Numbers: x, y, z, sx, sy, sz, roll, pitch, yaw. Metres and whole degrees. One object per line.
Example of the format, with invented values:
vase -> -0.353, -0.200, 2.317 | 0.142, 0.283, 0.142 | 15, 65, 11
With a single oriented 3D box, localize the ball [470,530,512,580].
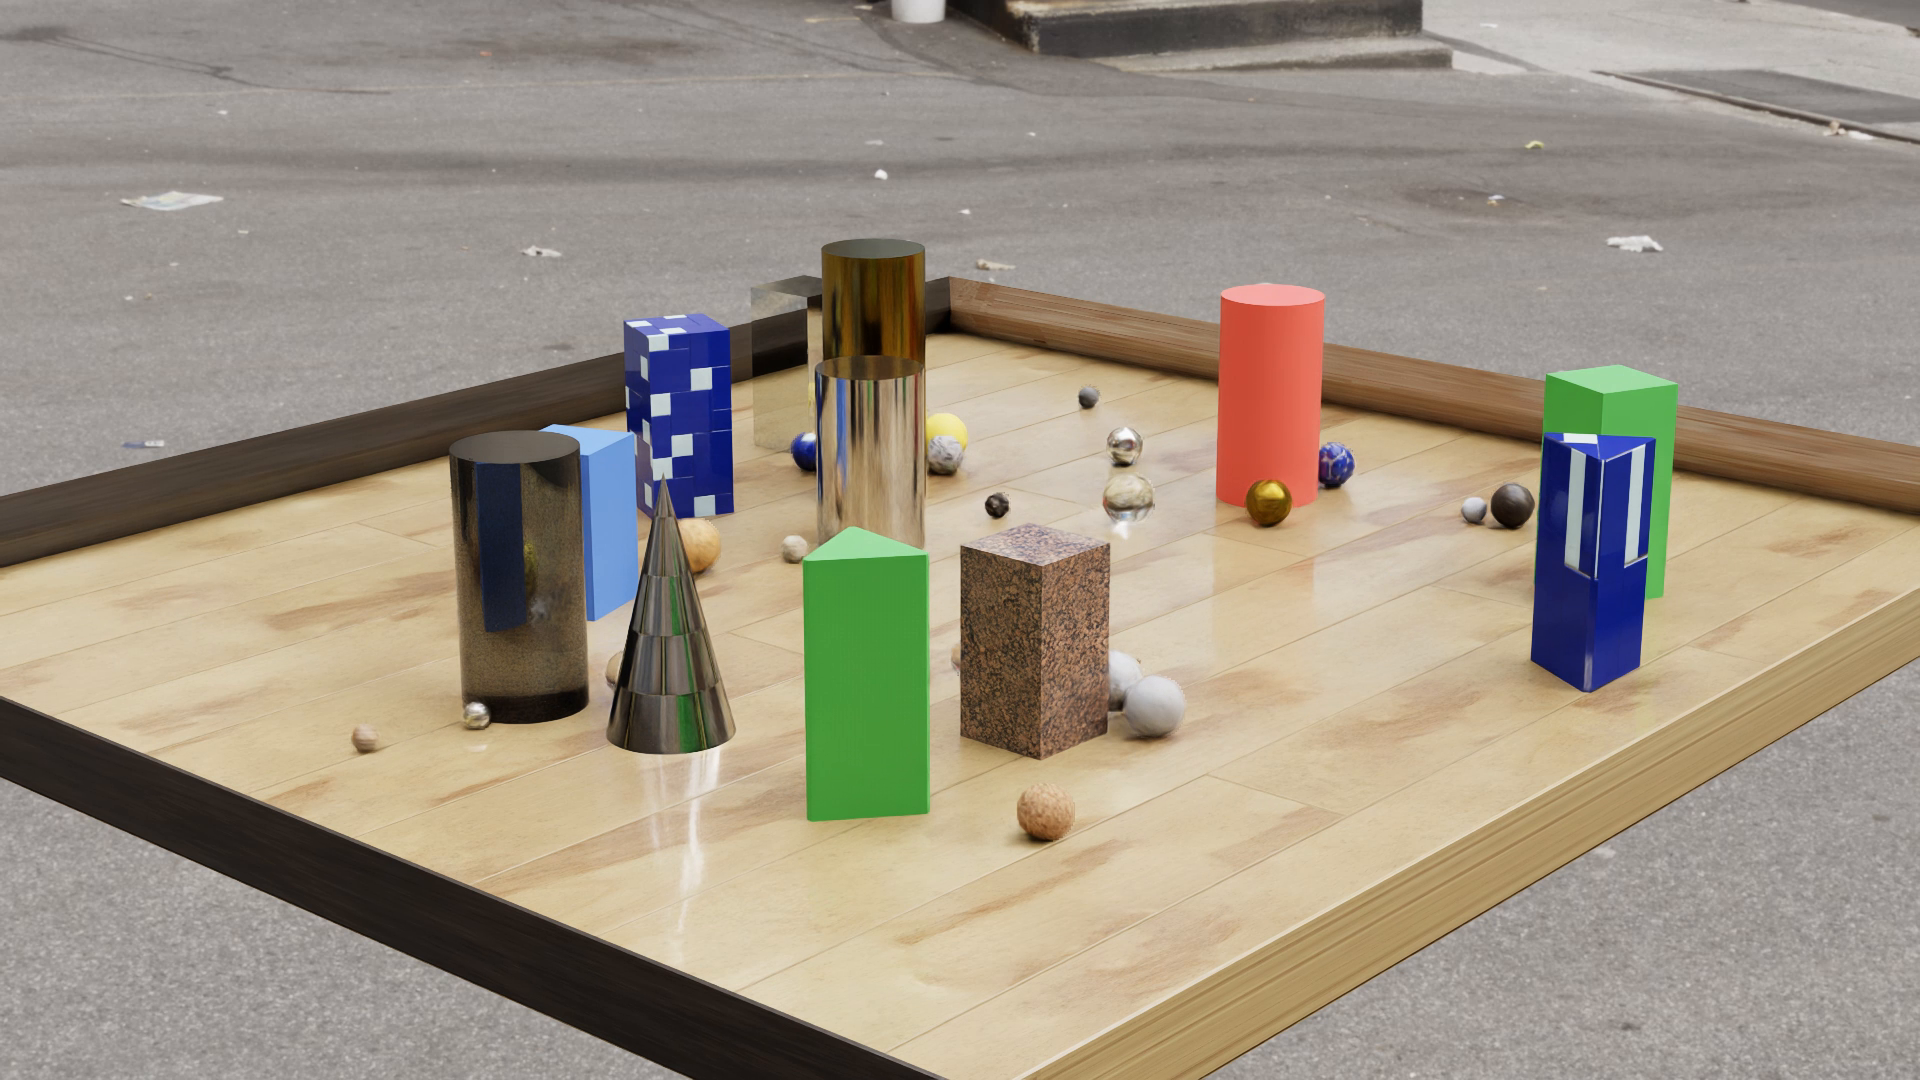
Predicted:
ball -> -0.825, 0.027, 5.213 | 0.088, 0.088, 0.088 | 0, 17, 0

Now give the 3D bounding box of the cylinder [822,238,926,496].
cylinder -> -0.166, -0.324, 5.680 | 0.199, 0.490, 0.199 | 0, 17, 0

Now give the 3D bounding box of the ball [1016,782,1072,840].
ball -> 0.117, 0.376, 4.070 | 0.079, 0.079, 0.079 | 0, 17, 0

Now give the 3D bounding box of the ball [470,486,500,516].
ball -> -0.908, -0.075, 5.608 | 0.055, 0.055, 0.055 | 0, 17, 0

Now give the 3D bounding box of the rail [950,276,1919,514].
rail -> 1.023, -0.308, 6.248 | 2.823, 0.129, 0.045 | 14, 22, 39

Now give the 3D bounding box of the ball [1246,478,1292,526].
ball -> 0.584, -0.072, 5.542 | 0.088, 0.088, 0.088 | 0, 17, 0

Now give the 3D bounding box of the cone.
cone -> -0.442, 0.095, 4.423 | 0.199, 0.413, 0.199 | 0, 17, 0

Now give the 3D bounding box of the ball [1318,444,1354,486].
ball -> 0.738, -0.148, 5.802 | 0.084, 0.084, 0.084 | 0, 17, 0

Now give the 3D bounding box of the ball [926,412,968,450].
ball -> -0.033, -0.210, 5.980 | 0.100, 0.100, 0.100 | 0, 17, 0

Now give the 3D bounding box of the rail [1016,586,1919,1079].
rail -> 1.048, 0.295, 4.249 | 0.045, 0.129, 3.170 | 14, 22, 39

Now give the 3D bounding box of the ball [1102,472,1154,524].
ball -> 0.317, -0.079, 5.546 | 0.098, 0.098, 0.098 | 0, 17, 0

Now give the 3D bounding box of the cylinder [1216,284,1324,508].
cylinder -> 0.601, -0.279, 5.688 | 0.199, 0.400, 0.199 | 0, 17, 0

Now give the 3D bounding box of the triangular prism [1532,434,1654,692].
triangular prism -> 0.993, 0.026, 4.704 | 0.149, 0.383, 0.172 | 14, 22, 38

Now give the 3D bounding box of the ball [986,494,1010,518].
ball -> 0.072, -0.066, 5.592 | 0.047, 0.047, 0.047 | 0, 17, 0

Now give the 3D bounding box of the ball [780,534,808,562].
ball -> -0.301, 0.015, 5.318 | 0.050, 0.050, 0.050 | 0, 17, 0

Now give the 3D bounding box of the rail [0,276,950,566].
rail -> -1.048, -0.230, 5.991 | 0.045, 0.129, 3.170 | 14, 22, 39

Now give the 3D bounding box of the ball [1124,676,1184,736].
ball -> 0.294, 0.253, 4.456 | 0.092, 0.092, 0.092 | 0, 17, 0

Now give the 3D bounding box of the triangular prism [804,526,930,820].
triangular prism -> -0.141, 0.186, 4.168 | 0.172, 0.385, 0.149 | -3, 17, -10

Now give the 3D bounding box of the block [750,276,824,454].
block -> -0.317, -0.361, 6.071 | 0.159, 0.336, 0.159 | 14, 22, 38

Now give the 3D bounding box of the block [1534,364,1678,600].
block -> 1.123, -0.094, 5.105 | 0.159, 0.383, 0.159 | -8, 19, -25

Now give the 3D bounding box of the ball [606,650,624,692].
ball -> -0.517, 0.211, 4.613 | 0.081, 0.081, 0.081 | 0, 17, 0

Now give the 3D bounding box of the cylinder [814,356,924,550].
cylinder -> -0.165, -0.152, 5.376 | 0.199, 0.337, 0.199 | 0, 17, 0

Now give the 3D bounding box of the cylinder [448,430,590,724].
cylinder -> -0.682, 0.056, 4.549 | 0.199, 0.416, 0.199 | 0, 17, 0

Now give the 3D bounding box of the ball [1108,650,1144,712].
ball -> 0.236, 0.217, 4.520 | 0.095, 0.095, 0.095 | 0, 17, 0

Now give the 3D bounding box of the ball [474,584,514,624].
ball -> -0.790, 0.109, 4.975 | 0.069, 0.069, 0.069 | 0, 17, 0

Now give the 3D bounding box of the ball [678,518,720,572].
ball -> -0.479, 0.010, 5.253 | 0.098, 0.098, 0.098 | 0, 17, 0

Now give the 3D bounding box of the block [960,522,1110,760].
block -> 0.113, 0.151, 4.428 | 0.159, 0.304, 0.159 | 14, 22, 39

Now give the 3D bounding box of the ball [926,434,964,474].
ball -> -0.033, -0.173, 5.892 | 0.079, 0.079, 0.079 | 0, 17, 0

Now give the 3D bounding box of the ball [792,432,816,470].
ball -> -0.301, -0.178, 5.912 | 0.077, 0.077, 0.077 | 0, 17, 0

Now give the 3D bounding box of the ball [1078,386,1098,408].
ball -> 0.281, -0.313, 6.412 | 0.046, 0.046, 0.046 | 0, 17, 0

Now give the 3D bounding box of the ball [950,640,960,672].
ball -> 0.013, 0.188, 4.727 | 0.059, 0.059, 0.059 | 0, 17, 0

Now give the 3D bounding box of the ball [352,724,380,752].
ball -> -0.892, 0.297, 4.399 | 0.041, 0.041, 0.041 | 0, 17, 0

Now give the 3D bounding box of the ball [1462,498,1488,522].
ball -> 0.976, -0.057, 5.561 | 0.048, 0.048, 0.048 | 0, 17, 0

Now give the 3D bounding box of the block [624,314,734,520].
block -> -0.539, -0.236, 5.618 | 0.159, 0.359, 0.159 | -7, 18, -23

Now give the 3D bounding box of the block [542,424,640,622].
block -> -0.665, -0.031, 5.051 | 0.159, 0.293, 0.159 | 7, 18, 21

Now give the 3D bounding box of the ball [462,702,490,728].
ball -> -0.741, 0.268, 4.493 | 0.042, 0.042, 0.042 | 0, 17, 0

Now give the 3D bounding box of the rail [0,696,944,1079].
rail -> -1.023, 0.372, 3.991 | 2.823, 0.129, 0.045 | 14, 22, 39

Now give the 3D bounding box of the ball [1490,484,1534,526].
ball -> 1.042, -0.066, 5.531 | 0.082, 0.082, 0.082 | 0, 17, 0

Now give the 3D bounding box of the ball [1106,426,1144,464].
ball -> 0.334, -0.192, 5.963 | 0.076, 0.076, 0.076 | 0, 17, 0
